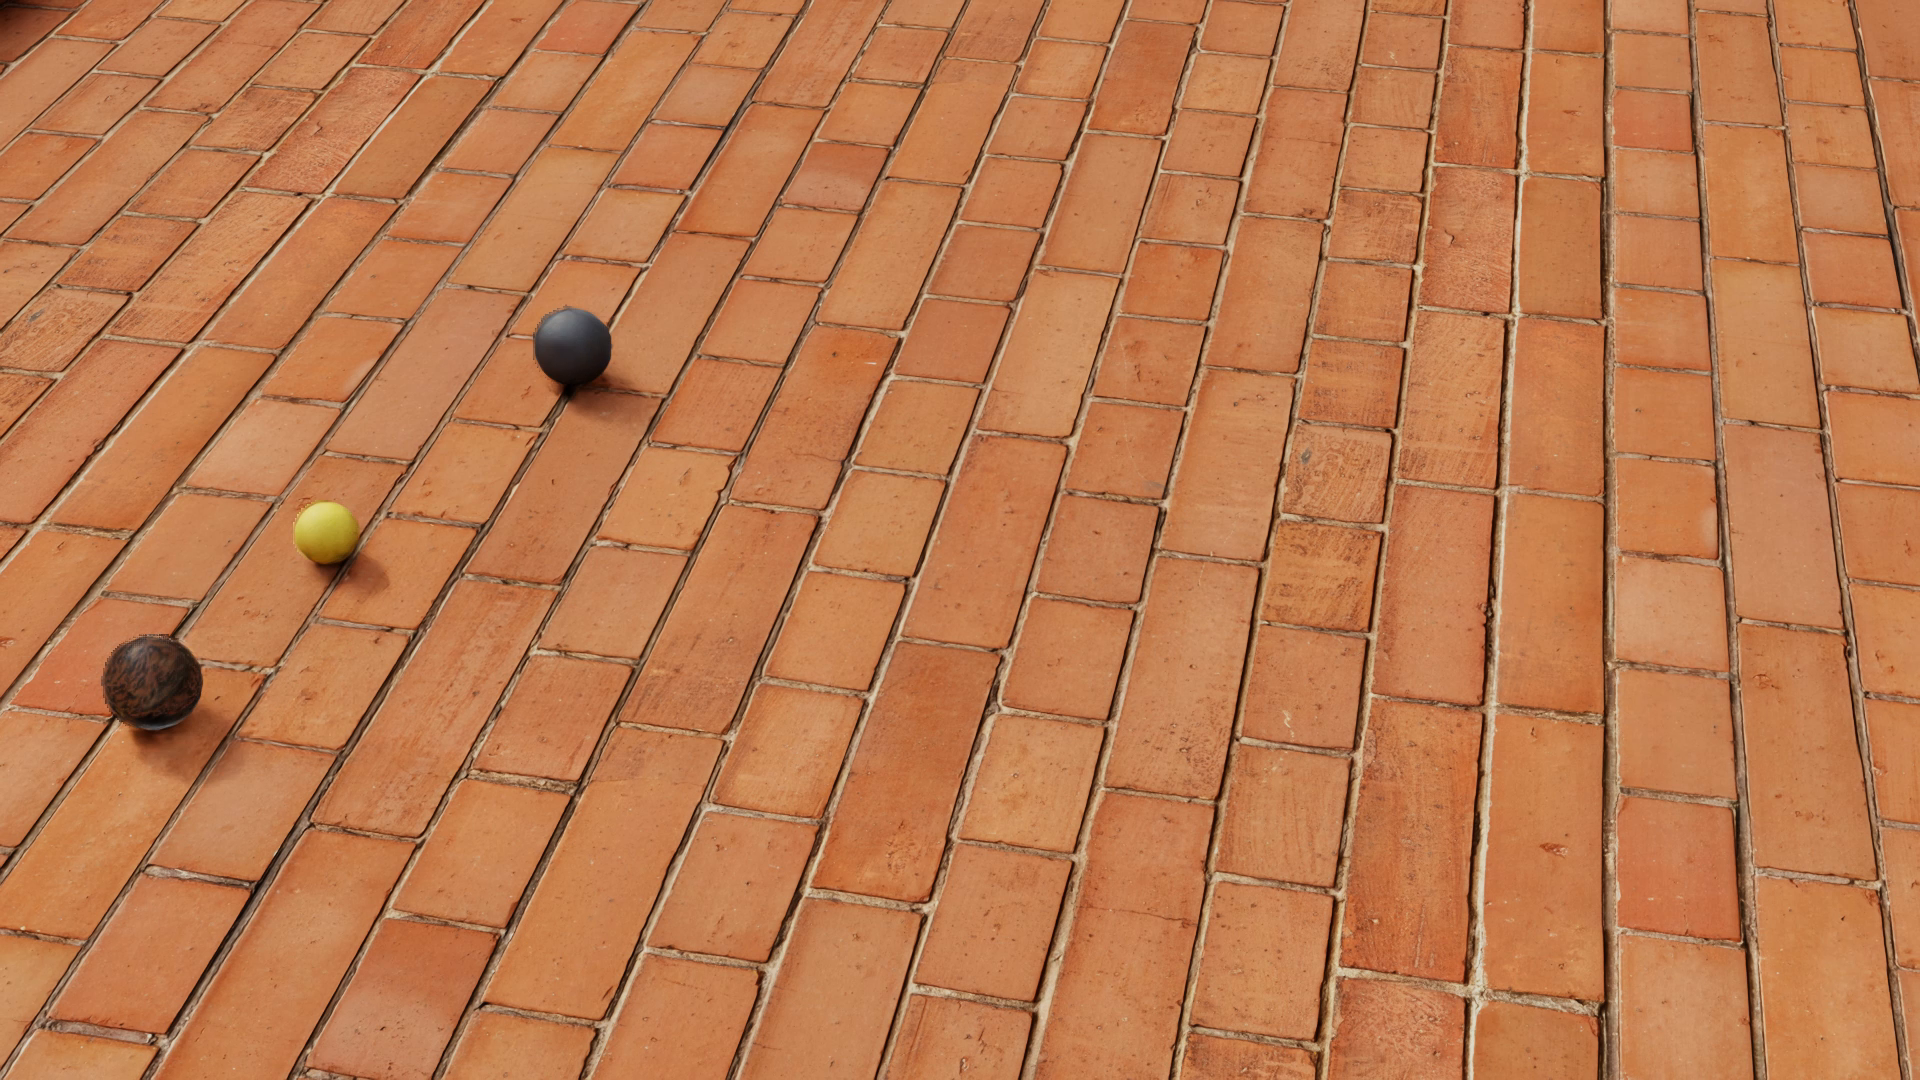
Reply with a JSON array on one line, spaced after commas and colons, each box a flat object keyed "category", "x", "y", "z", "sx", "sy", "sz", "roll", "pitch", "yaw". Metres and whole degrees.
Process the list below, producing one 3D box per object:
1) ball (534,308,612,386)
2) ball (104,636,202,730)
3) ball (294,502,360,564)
[{"category": "ball", "x": -0.291, "y": -0.145, "z": 1.929, "sx": 0.058, "sy": 0.058, "sz": 0.058, "roll": 0, "pitch": 36, "yaw": 0}, {"category": "ball", "x": -0.503, "y": 0.089, "z": 1.600, "sx": 0.059, "sy": 0.059, "sz": 0.059, "roll": 0, "pitch": 36, "yaw": 0}, {"category": "ball", "x": -0.431, "y": -0.005, "z": 1.746, "sx": 0.043, "sy": 0.043, "sz": 0.043, "roll": 0, "pitch": 36, "yaw": 0}]
